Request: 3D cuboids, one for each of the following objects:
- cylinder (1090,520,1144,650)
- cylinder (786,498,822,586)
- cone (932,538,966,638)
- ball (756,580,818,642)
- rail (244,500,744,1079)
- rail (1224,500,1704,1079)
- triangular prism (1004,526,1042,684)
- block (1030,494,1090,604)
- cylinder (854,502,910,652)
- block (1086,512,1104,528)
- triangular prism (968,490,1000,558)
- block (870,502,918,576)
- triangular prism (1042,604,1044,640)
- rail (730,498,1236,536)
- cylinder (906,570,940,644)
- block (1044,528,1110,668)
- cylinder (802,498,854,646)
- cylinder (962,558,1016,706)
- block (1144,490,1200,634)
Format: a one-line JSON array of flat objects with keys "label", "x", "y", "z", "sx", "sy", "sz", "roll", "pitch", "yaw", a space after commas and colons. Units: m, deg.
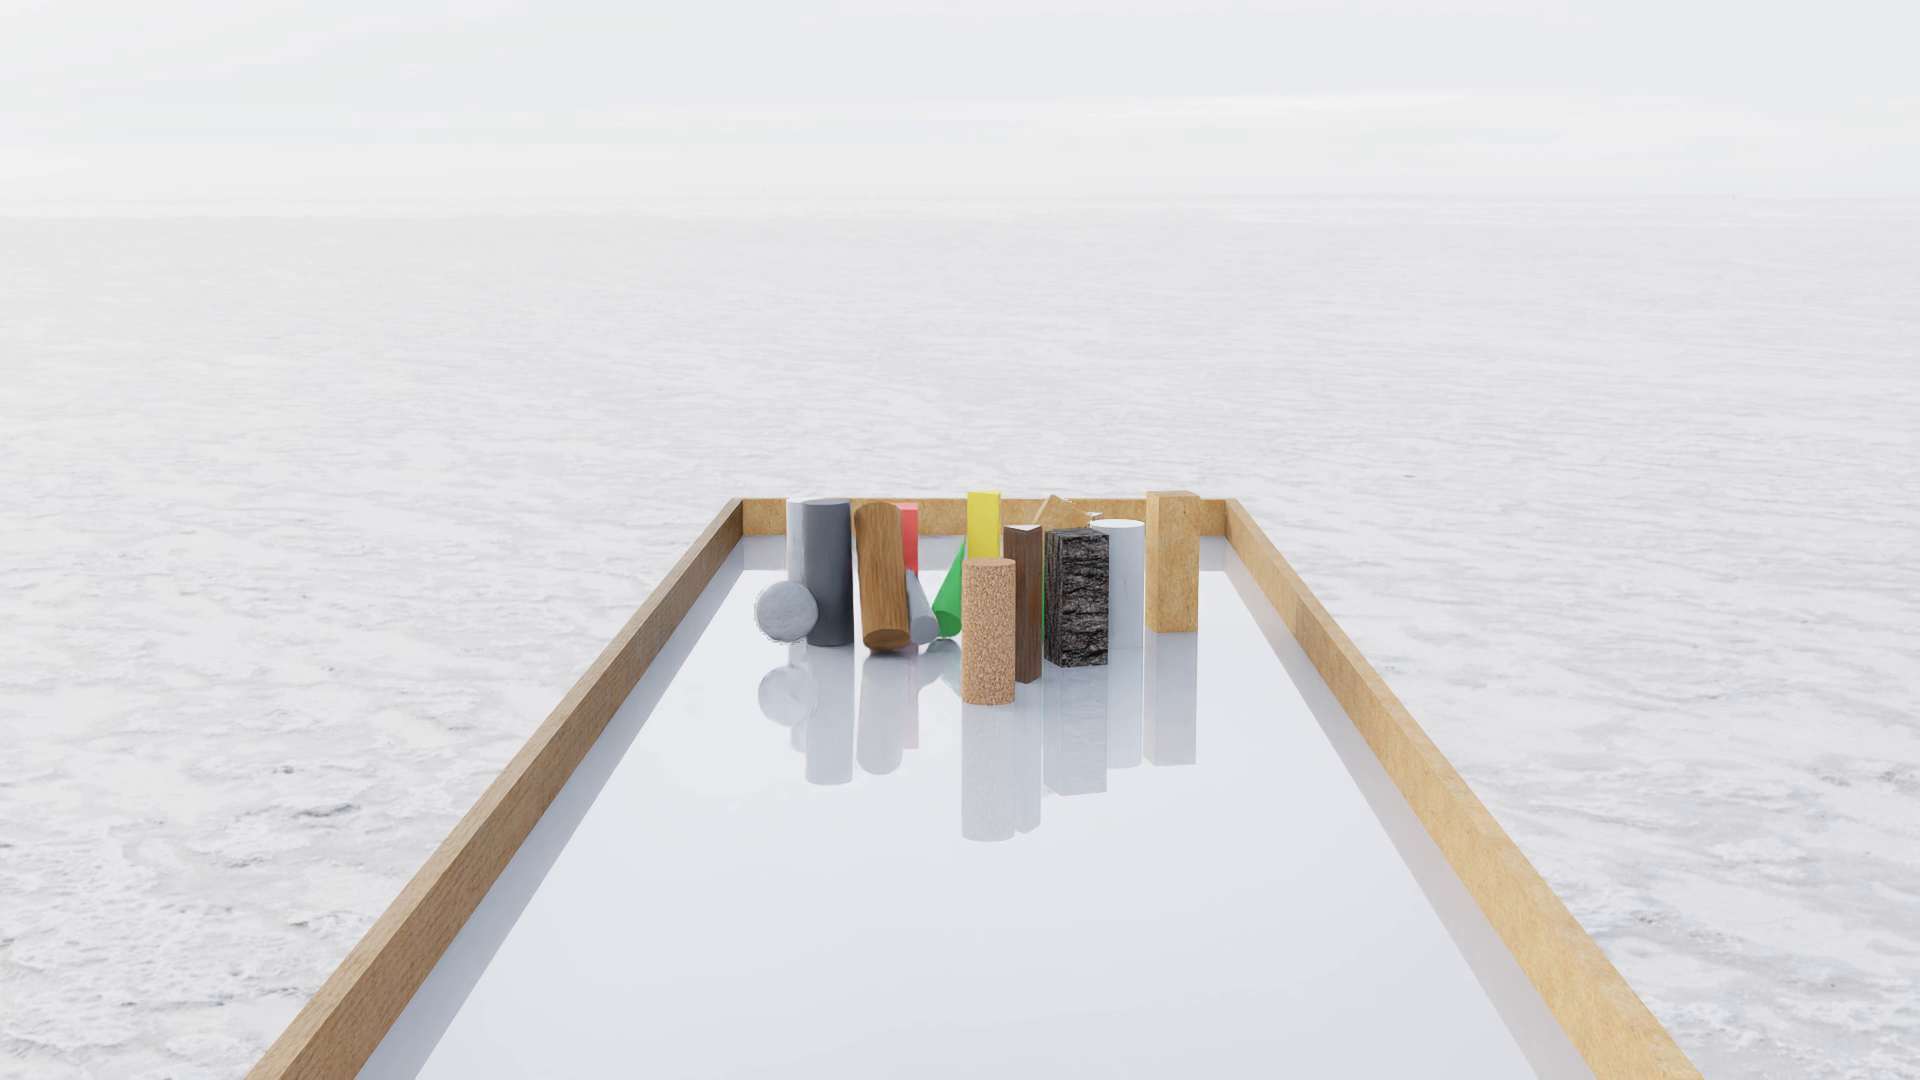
[{"label": "cylinder", "x": 0.492, "y": 0.137, "z": 6.915, "sx": 0.174, "sy": 0.384, "sz": 0.174, "roll": 0, "pitch": 9, "yaw": 0}, {"label": "cylinder", "x": -0.501, "y": 0.074, "z": 7.212, "sx": 0.133, "sy": 0.416, "sz": 0.133, "roll": 0, "pitch": 9, "yaw": 0}, {"label": "cone", "x": -0.018, "y": 0.129, "z": 7.137, "sx": 0.120, "sy": 0.120, "sz": 0.404, "roll": 2, "pitch": 44, "yaw": 12}, {"label": "ball", "x": -0.533, "y": 0.220, "z": 6.772, "sx": 0.190, "sy": 0.190, "sz": 0.190, "roll": 0, "pitch": 9, "yaw": 0}, {"label": "rail", "x": -1.004, "y": 0.839, "z": 3.234, "sx": 0.050, "sy": 0.150, "sz": 12.000, "roll": 0, "pitch": 9, "yaw": 1}, {"label": "rail", "x": 1.046, "y": 0.843, "z": 3.208, "sx": 0.050, "sy": 0.150, "sz": 12.000, "roll": 0, "pitch": 9, "yaw": 1}, {"label": "triangular prism", "x": 0.199, "y": 0.183, "z": 6.415, "sx": 0.098, "sy": 0.450, "sz": 0.113, "roll": -6, "pitch": 11, "yaw": -35}, {"label": "block", "x": 0.226, "y": 0.097, "z": 6.855, "sx": 0.141, "sy": 0.457, "sz": 0.141, "roll": 30, "pitch": -13, "yaw": -3}, {"label": "cylinder", "x": -0.244, "y": 0.113, "z": 6.880, "sx": 0.148, "sy": 0.452, "sz": 0.148, "roll": -4, "pitch": -30, "yaw": -2}, {"label": "block", "x": 0.354, "y": 0.103, "z": 7.164, "sx": 0.164, "sy": 0.375, "sz": 0.164, "roll": 5, "pitch": 10, "yaw": 29}, {"label": "triangular prism", "x": 0.102, "y": 0.060, "z": 7.221, "sx": 0.119, "sy": 0.442, "sz": 0.103, "roll": 6, "pitch": 11, "yaw": 34}, {"label": "block", "x": -0.217, "y": 0.086, "z": 7.197, "sx": 0.158, "sy": 0.397, "sz": 0.158, "roll": 0, "pitch": 9, "yaw": -1}, {"label": "triangular prism", "x": 0.236, "y": 0.147, "z": 6.989, "sx": 0.091, "sy": 0.335, "sz": 0.078, "roll": 3, "pitch": -1, "yaw": -8}, {"label": "rail", "x": 0.099, "y": -0.098, "z": 9.147, "sx": 2.100, "sy": 0.150, "sz": 0.050, "roll": 0, "pitch": 9, "yaw": 1}, {"label": "cylinder", "x": -0.150, "y": 0.210, "z": 6.969, "sx": 0.103, "sy": 0.103, "sz": 0.308, "roll": -2, "pitch": 28, "yaw": -14}, {"label": "block", "x": 0.351, "y": 0.173, "z": 6.650, "sx": 0.149, "sy": 0.396, "sz": 0.149, "roll": -3, "pitch": 10, "yaw": -19}, {"label": "cylinder", "x": -0.415, "y": 0.101, "z": 6.936, "sx": 0.153, "sy": 0.446, "sz": 0.153, "roll": -1, "pitch": 8, "yaw": 0}, {"label": "cylinder", "x": 0.079, "y": 0.254, "z": 6.152, "sx": 0.150, "sy": 0.392, "sz": 0.150, "roll": 0, "pitch": 9, "yaw": 0}, {"label": "block", "x": 0.690, "y": 0.069, "z": 7.156, "sx": 0.138, "sy": 0.444, "sz": 0.138, "roll": -2, "pitch": 9, "yaw": -12}]
